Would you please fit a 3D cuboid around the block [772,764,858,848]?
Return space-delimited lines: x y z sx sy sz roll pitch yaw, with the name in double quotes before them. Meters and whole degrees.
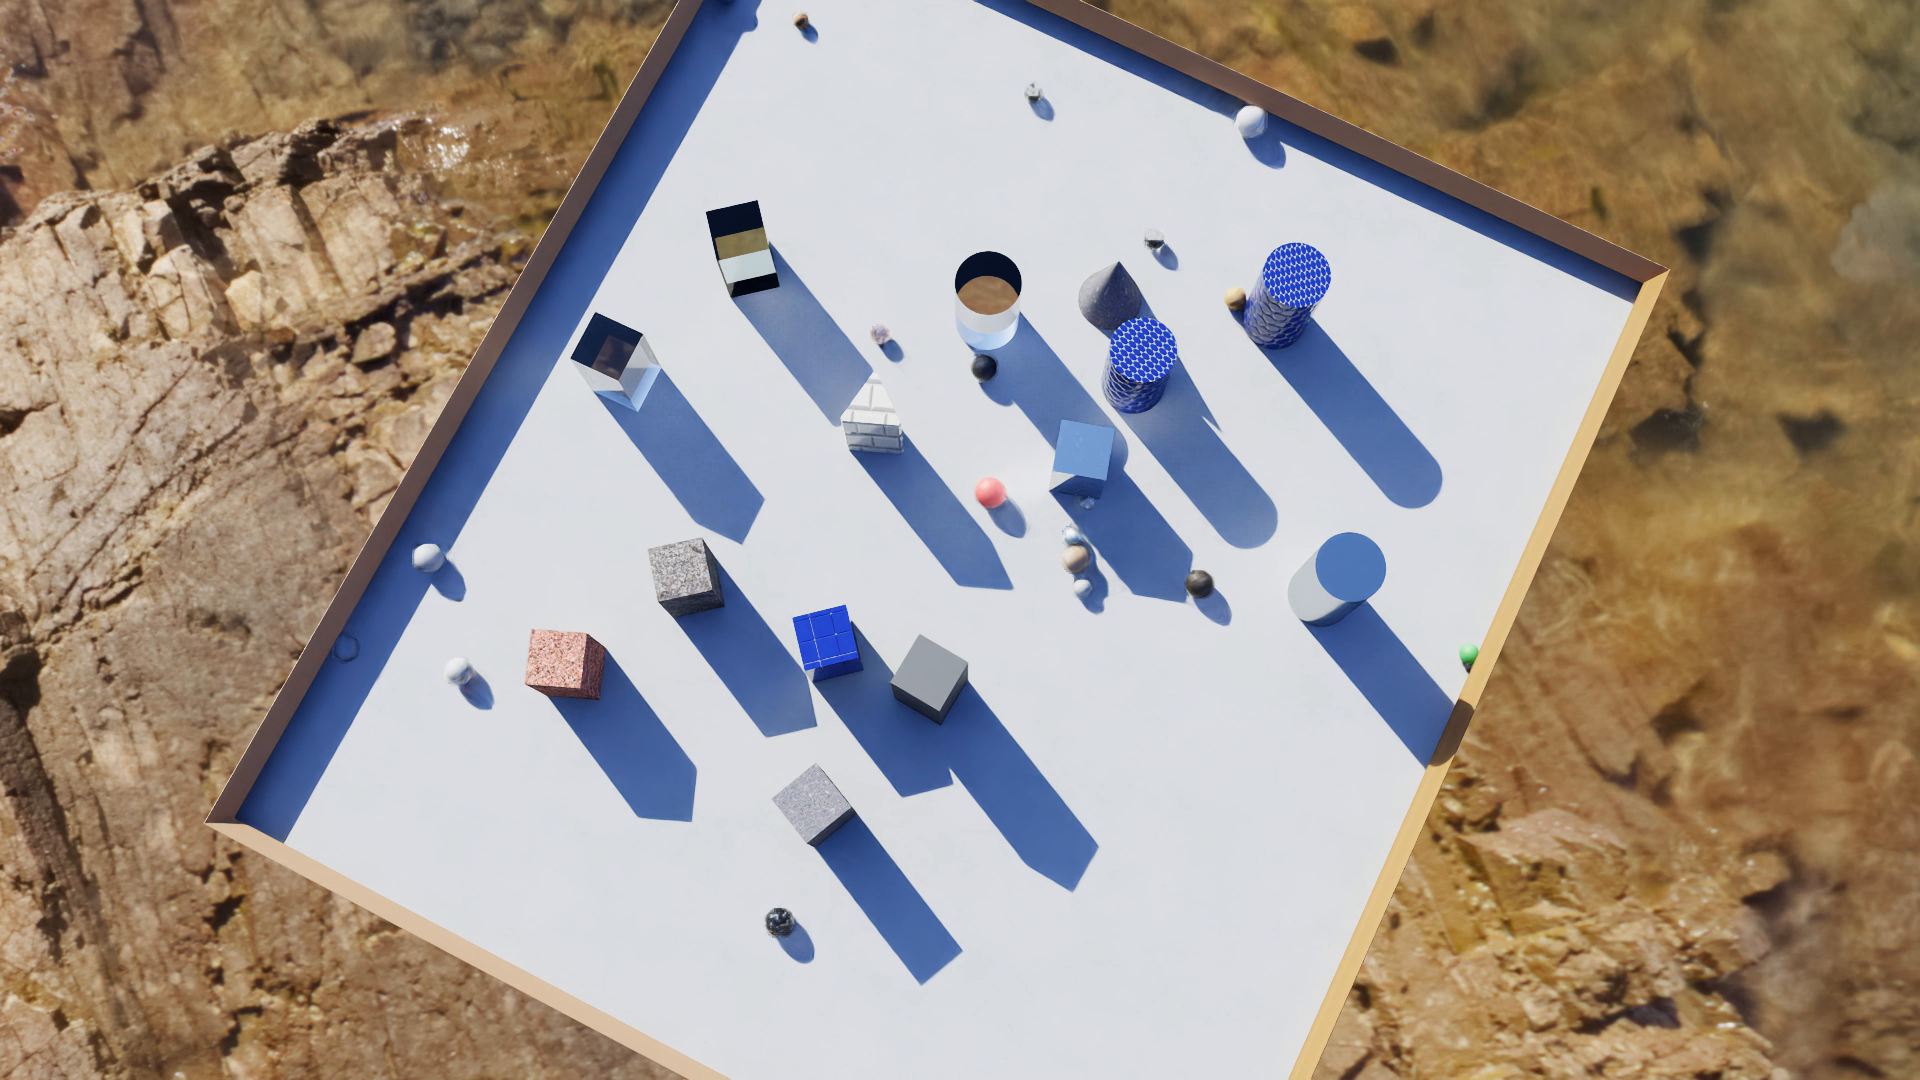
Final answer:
"block" -0.417 0.769 5.295 0.160 0.317 0.160 -39 81 -7

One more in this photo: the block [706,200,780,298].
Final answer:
"block" -0.665 -0.890 5.631 0.160 0.334 0.160 -13 79 -3

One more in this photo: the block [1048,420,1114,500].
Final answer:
"block" 0.365 -0.240 5.535 0.160 0.258 0.160 10 78 2

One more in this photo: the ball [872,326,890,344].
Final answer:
"ball" -0.245 -0.639 5.720 0.057 0.057 0.057 0 78 0

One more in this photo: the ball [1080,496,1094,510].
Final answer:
"ball" 0.389 -0.114 5.619 0.042 0.042 0.042 0 78 0

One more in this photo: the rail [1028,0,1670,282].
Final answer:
"rail" 0.767 -1.495 5.859 3.168 0.130 0.045 26 80 5

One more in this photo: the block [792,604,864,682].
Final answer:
"block" -0.388 0.309 5.413 0.160 0.274 0.160 -14 79 -3

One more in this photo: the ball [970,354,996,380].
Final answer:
"ball" 0.074 -0.534 5.686 0.081 0.081 0.081 0 78 0

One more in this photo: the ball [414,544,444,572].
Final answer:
"ball" -1.612 0.054 5.560 0.090 0.090 0.090 0 78 0

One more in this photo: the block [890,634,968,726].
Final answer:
"block" -0.086 0.411 5.332 0.160 0.392 0.160 30 80 6

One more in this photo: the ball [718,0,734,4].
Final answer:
"ball" -0.760 -1.782 5.942 0.086 0.086 0.086 0 78 0

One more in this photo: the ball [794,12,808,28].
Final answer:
"ball" -0.514 -1.684 5.941 0.049 0.049 0.049 0 78 0

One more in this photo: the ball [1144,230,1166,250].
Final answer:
"ball" 0.615 -0.948 5.780 0.064 0.064 0.064 0 78 0

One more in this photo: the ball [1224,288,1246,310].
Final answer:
"ball" 0.862 -0.757 5.737 0.070 0.070 0.070 0 78 0

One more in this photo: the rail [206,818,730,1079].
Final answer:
"rail" -0.767 1.509 5.237 3.168 0.130 0.045 26 80 5

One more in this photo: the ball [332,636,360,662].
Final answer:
"ball" -1.844 0.326 5.509 0.078 0.078 0.078 0 78 0

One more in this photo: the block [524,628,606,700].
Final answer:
"block" -1.158 0.369 5.393 0.160 0.289 0.160 4 78 1

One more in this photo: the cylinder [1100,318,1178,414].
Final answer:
"cylinder" 0.539 -0.524 5.551 0.200 0.341 0.200 0 78 0

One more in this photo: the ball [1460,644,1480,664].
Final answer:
"ball" 1.533 0.345 5.514 0.061 0.061 0.061 0 78 0

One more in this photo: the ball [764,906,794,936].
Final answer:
"ball" -0.526 1.113 5.343 0.086 0.086 0.086 0 78 0

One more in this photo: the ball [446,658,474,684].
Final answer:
"ball" -1.500 0.393 5.494 0.082 0.082 0.082 0 78 0

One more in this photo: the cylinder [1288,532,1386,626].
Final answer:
"cylinder" 1.097 0.121 5.363 0.200 0.448 0.200 0 78 0

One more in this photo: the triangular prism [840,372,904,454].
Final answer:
"triangular prism" -0.255 -0.384 5.522 0.173 0.340 0.150 5 78 1

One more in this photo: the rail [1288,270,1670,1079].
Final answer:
"rail" 1.396 0.690 5.406 0.045 0.130 3.476 26 80 5

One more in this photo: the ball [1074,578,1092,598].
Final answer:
"ball" 0.371 0.145 5.558 0.056 0.056 0.056 0 78 0

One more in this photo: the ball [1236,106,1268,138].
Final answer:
"ball" 0.928 -1.335 5.842 0.100 0.100 0.100 0 78 0

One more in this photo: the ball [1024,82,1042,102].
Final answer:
"ball" 0.235 -1.437 5.883 0.061 0.061 0.061 0 78 0

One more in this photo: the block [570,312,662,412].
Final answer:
"block" -1.040 -0.537 5.556 0.160 0.336 0.160 25 79 5

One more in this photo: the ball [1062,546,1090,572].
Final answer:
"ball" 0.354 0.057 5.562 0.084 0.084 0.084 0 78 0

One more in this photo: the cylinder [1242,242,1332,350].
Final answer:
"cylinder" 0.986 -0.735 5.562 0.200 0.406 0.200 0 78 0

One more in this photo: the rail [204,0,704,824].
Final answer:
"rail" -1.396 -0.676 5.689 0.045 0.130 3.476 26 80 5

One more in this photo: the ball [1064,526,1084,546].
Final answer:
"ball" 0.346 -0.010 5.588 0.060 0.060 0.060 0 78 0

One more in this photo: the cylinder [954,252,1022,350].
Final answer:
"cylinder" 0.084 -0.727 5.594 0.200 0.339 0.200 0 78 0

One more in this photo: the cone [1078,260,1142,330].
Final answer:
"cone" 0.472 -0.793 5.603 0.200 0.349 0.200 0 78 0

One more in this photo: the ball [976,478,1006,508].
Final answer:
"ball" 0.095 -0.145 5.599 0.093 0.093 0.093 0 78 0

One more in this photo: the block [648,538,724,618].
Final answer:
"block" -0.811 0.114 5.445 0.160 0.290 0.160 -12 79 -3

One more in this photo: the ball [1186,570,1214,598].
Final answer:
"ball" 0.725 0.132 5.546 0.086 0.086 0.086 0 78 0
